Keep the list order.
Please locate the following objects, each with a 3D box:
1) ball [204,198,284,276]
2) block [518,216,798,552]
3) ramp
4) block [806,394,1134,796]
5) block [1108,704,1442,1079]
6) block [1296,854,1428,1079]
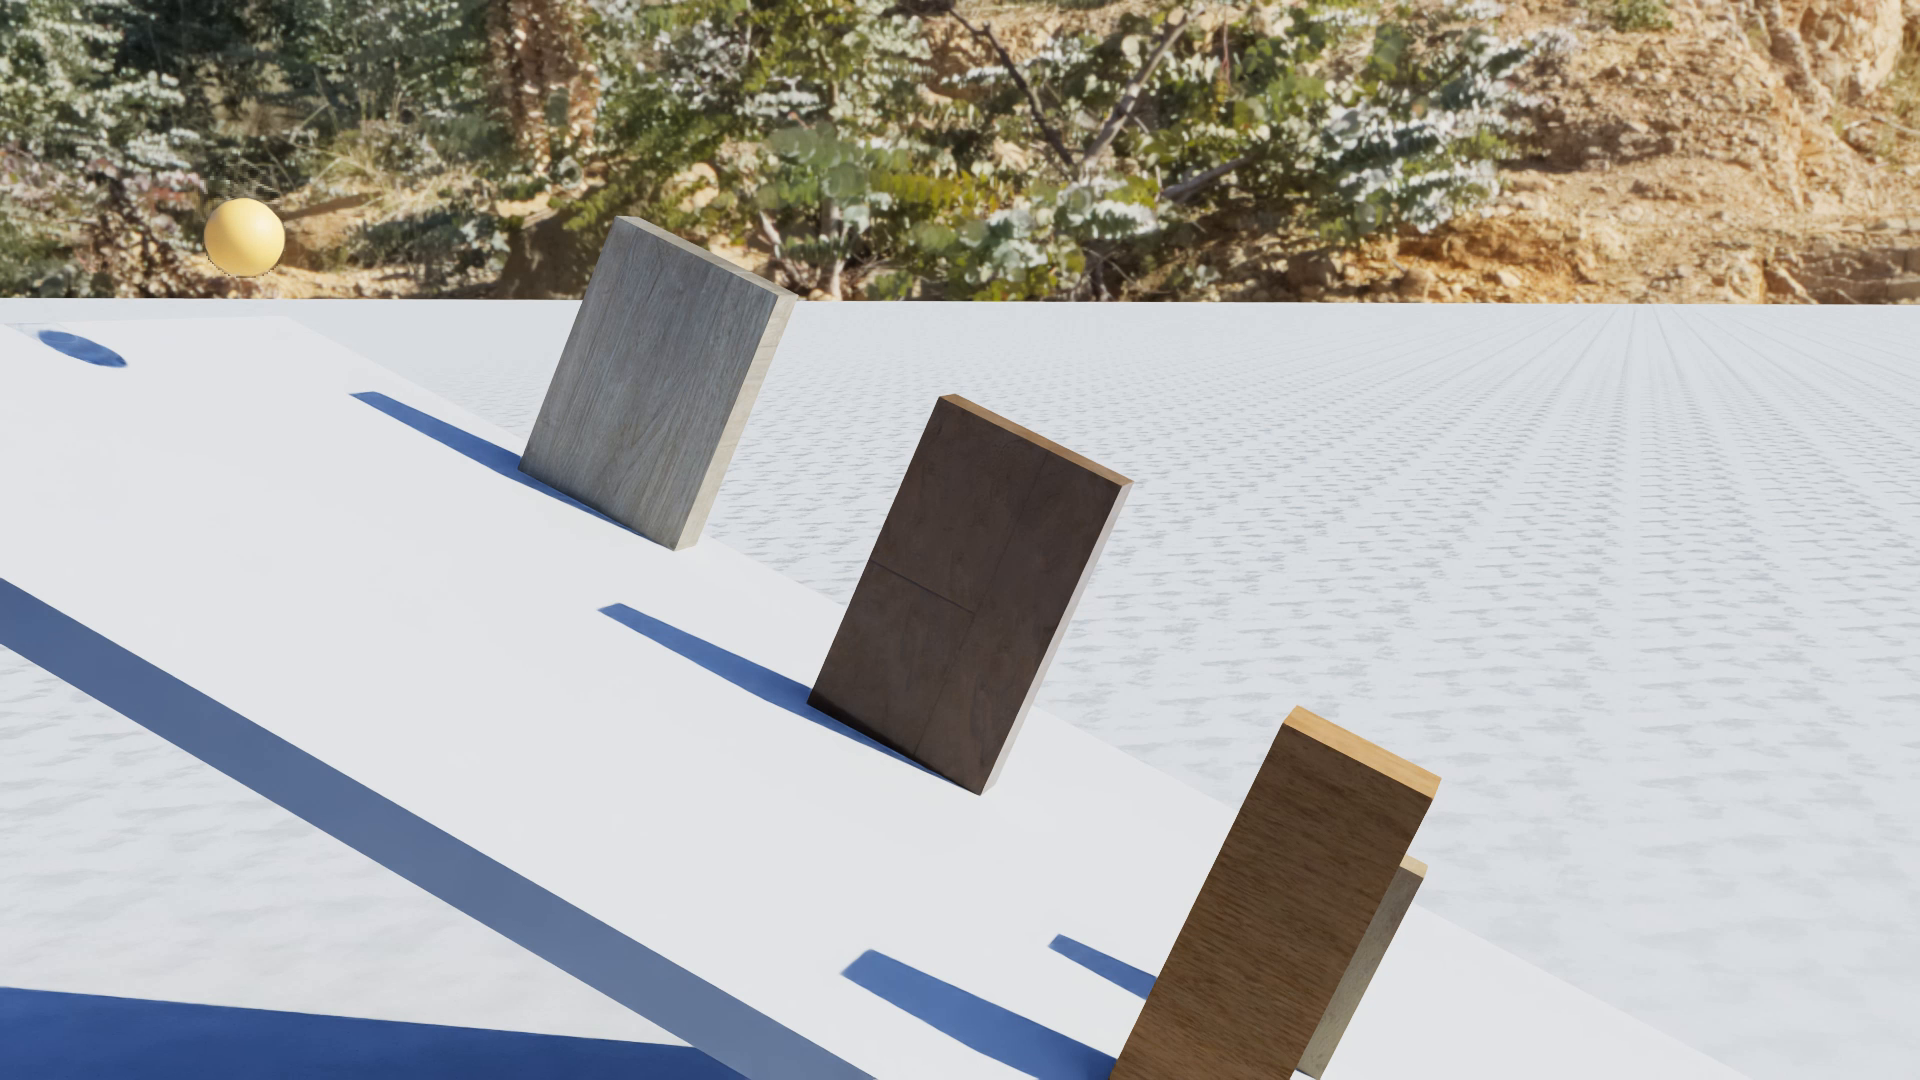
[{"bbox_3d":[-1.486,-0.628,4.566,0.160,0.160,0.160,0,7,0],"label":"ball"},{"bbox_3d":[-0.701,-0.361,5.074,0.435,0.641,0.122,27,14,13],"label":"block"},{"bbox_3d":[-0.275,0.473,4.176,4.000,0.100,2.000,27,14,13],"label":"ramp"},{"bbox_3d":[0.015,0.108,4.378,0.403,0.687,0.109,27,14,13],"label":"block"},{"bbox_3d":[0.469,0.600,3.328,0.240,0.648,0.141,27,14,13],"label":"block"},{"bbox_3d":[0.597,0.683,3.761,0.243,0.404,0.084,27,14,13],"label":"block"}]
